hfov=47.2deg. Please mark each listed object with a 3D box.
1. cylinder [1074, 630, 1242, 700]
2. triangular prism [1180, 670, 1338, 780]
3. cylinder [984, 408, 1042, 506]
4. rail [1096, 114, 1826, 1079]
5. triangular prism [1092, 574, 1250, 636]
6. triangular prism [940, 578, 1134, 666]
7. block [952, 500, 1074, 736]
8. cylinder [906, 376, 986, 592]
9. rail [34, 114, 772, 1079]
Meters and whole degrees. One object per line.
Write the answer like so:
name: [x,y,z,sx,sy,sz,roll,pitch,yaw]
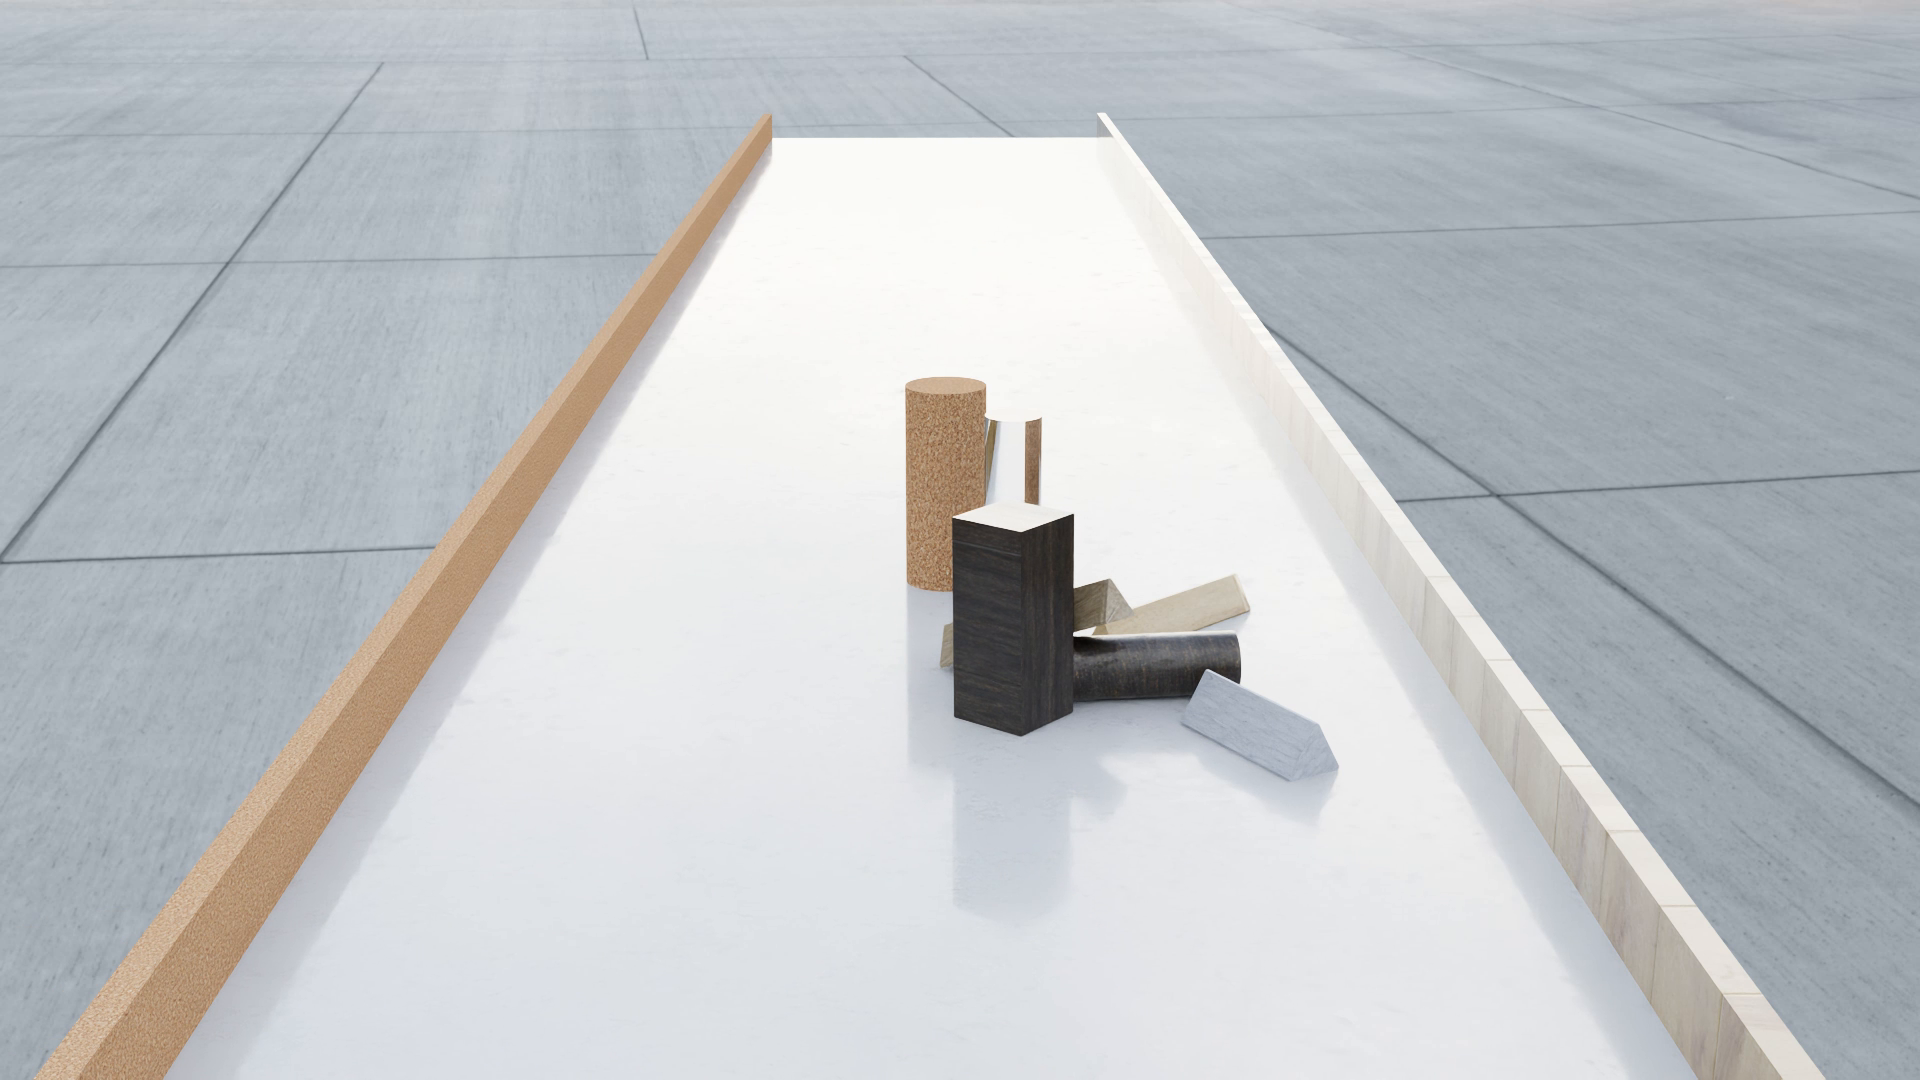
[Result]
cylinder: [0.357,0.239,4.208,0.342,0.122,0.122,-2,17,-7]
triangular prism: [0.538,0.325,3.957,0.111,0.096,0.318,-9,19,-29]
cylinder: [0.111,-0.050,4.626,0.119,0.438,0.119,0,17,0]
rail: [0.932,-0.844,7.801,0.050,0.150,12.000,0,17,-1]
triangular prism: [0.439,0.150,4.584,0.087,0.075,0.434,16,23,43]
triangular prism: [0.135,0.158,4.245,0.429,0.079,0.091,-18,-4,41]
block: [0.099,0.141,4.068,0.159,0.388,0.159,12,21,38]
cylinder: [-0.031,-0.125,4.866,0.179,0.445,0.179,0,17,0]
rail: [-1.118,-0.838,7.780,0.050,0.150,12.000,0,17,-1]
